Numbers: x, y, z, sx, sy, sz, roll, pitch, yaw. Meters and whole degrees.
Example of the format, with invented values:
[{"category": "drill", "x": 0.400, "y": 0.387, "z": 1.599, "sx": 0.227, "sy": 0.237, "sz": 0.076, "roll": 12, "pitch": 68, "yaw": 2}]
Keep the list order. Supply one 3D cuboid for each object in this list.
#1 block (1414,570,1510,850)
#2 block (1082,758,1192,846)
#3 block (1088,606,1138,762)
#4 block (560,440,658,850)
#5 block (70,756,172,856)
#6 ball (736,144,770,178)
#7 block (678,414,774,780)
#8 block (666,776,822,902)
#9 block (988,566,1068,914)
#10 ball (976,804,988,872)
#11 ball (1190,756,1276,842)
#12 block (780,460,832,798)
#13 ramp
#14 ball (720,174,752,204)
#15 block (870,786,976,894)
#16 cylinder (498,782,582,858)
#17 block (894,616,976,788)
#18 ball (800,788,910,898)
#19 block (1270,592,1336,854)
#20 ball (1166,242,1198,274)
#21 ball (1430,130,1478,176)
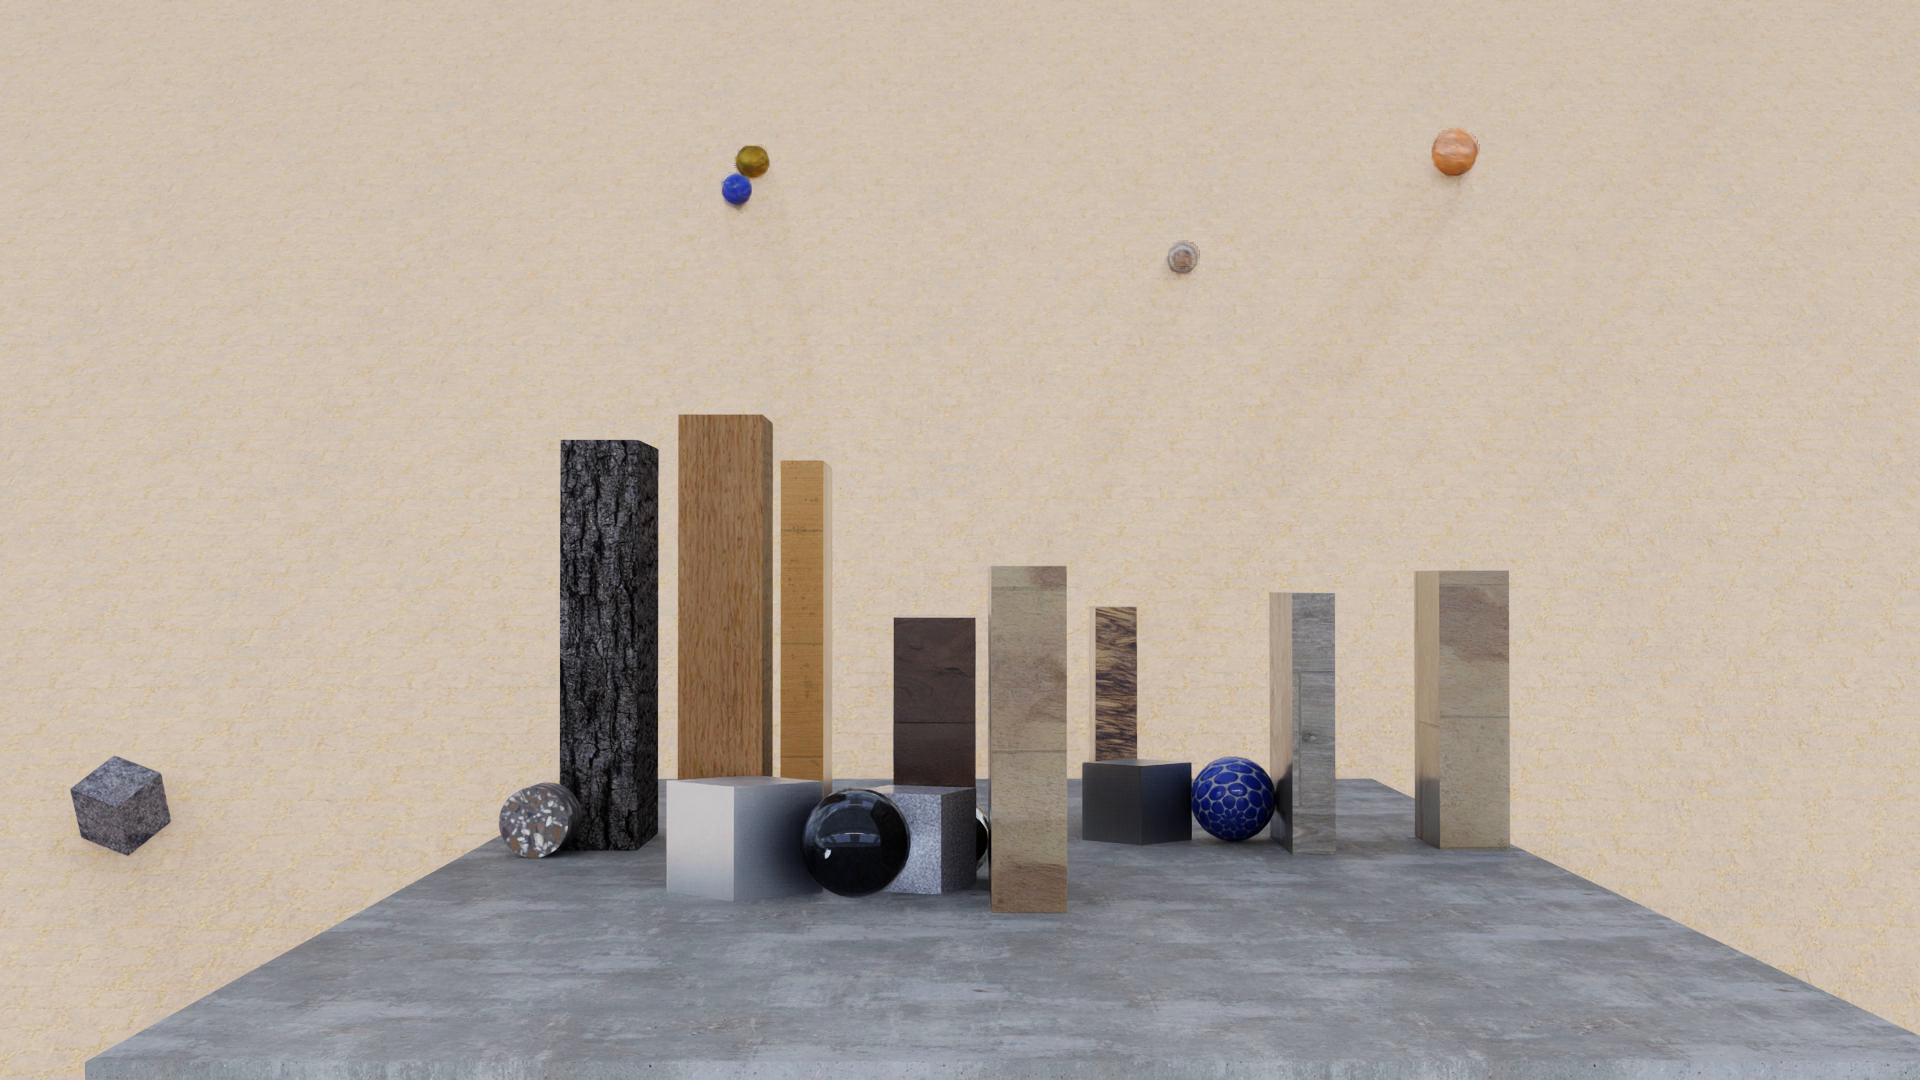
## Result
[{"category": "block", "x": 0.979, "y": 0.326, "z": 5.071, "sx": 0.134, "sy": 0.532, "sz": 0.271, "roll": 0, "pitch": -1, "yaw": 0}, {"category": "block", "x": 0.350, "y": 0.516, "z": 5.130, "sx": 0.153, "sy": 0.153, "sz": 0.153, "roll": -1, "pitch": -1, "yaw": 45}, {"category": "block", "x": 0.316, "y": 0.367, "z": 5.368, "sx": 0.084, "sy": 0.459, "sz": 0.255, "roll": 0, "pitch": -1, "yaw": 0}, {"category": "block", "x": -0.687, "y": 0.202, "z": 5.103, "sx": 0.147, "sy": 0.781, "sz": 0.346, "roll": 0, "pitch": -1, "yaw": 0}, {"category": "block", "x": -2.154, "y": 0.681, "z": 6.658, "sx": 0.159, "sy": 0.159, "sz": 0.159, "roll": 16, "pitch": 36, "yaw": 23}, {"category": "ball", "x": -0.802, "y": -1.461, "z": 10.017, "sx": 0.131, "sy": 0.131, "sz": 0.131, "roll": 0, "pitch": 33, "yaw": 0}, {"category": "block", "x": -0.407, "y": 0.186, "z": 4.520, "sx": 0.143, "sy": 0.794, "sz": 0.252, "roll": 0, "pitch": -1, "yaw": 0}, {"category": "block", "x": -0.354, "y": 0.487, "z": 4.260, "sx": 0.182, "sy": 0.182, "sz": 0.182, "roll": 1, "pitch": -1, "yaw": -42}, {"category": "block", "x": 0.106, "y": 0.311, "z": 4.212, "sx": 0.116, "sy": 0.534, "sz": 0.441, "roll": 0, "pitch": -1, "yaw": 0}, {"category": "ball", "x": -0.010, "y": 0.513, "z": 4.467, "sx": 0.137, "sy": 0.137, "sz": 0.137, "roll": 0, "pitch": 33, "yaw": 0}, {"category": "ball", "x": 0.537, "y": 0.509, "z": 5.101, "sx": 0.167, "sy": 0.167, "sz": 0.167, "roll": 0, "pitch": 33, "yaw": 0}, {"category": "block", "x": -0.349, "y": 0.217, "z": 5.922, "sx": 0.095, "sy": 0.780, "sz": 0.401, "roll": 0, "pitch": -1, "yaw": 0}, {"category": "ramp", "x": 0.073, "y": 0.637, "z": 4.745, "sx": 2.000, "sy": 0.100, "sz": 4.000, "roll": 0, "pitch": -1, "yaw": 0}, {"category": "ball", "x": -0.846, "y": -1.329, "z": 9.822, "sx": 0.118, "sy": 0.118, "sz": 0.118, "roll": 0, "pitch": 33, "yaw": 0}, {"category": "block", "x": -0.077, "y": 0.499, "z": 4.332, "sx": 0.162, "sy": 0.162, "sz": 0.162, "roll": 0, "pitch": -1, "yaw": 21}, {"category": "cylinder", "x": -0.786, "y": 0.524, "z": 4.861, "sx": 0.130, "sy": 0.130, "sz": 0.130, "roll": 2, "pitch": -1, "yaw": 3}, {"category": "block", "x": -0.046, "y": 0.365, "z": 4.830, "sx": 0.148, "sy": 0.446, "sz": 0.326, "roll": 0, "pitch": -1, "yaw": 0}, {"category": "ball", "x": -0.168, "y": 0.488, "z": 4.186, "sx": 0.177, "sy": 0.177, "sz": 0.177, "roll": 0, "pitch": 33, "yaw": 0}, {"category": "block", "x": 0.661, "y": 0.347, "z": 5.022, "sx": 0.080, "sy": 0.489, "sz": 0.352, "roll": 0, "pitch": -1, "yaw": 0}, {"category": "ball", "x": 0.800, "y": -1.014, "z": 9.336, "sx": 0.114, "sy": 0.114, "sz": 0.114, "roll": 0, "pitch": 33, "yaw": 0}, {"category": "ball", "x": 1.911, "y": -1.497, "z": 10.029, "sx": 0.177, "sy": 0.177, "sz": 0.177, "roll": 0, "pitch": 33, "yaw": 0}]
